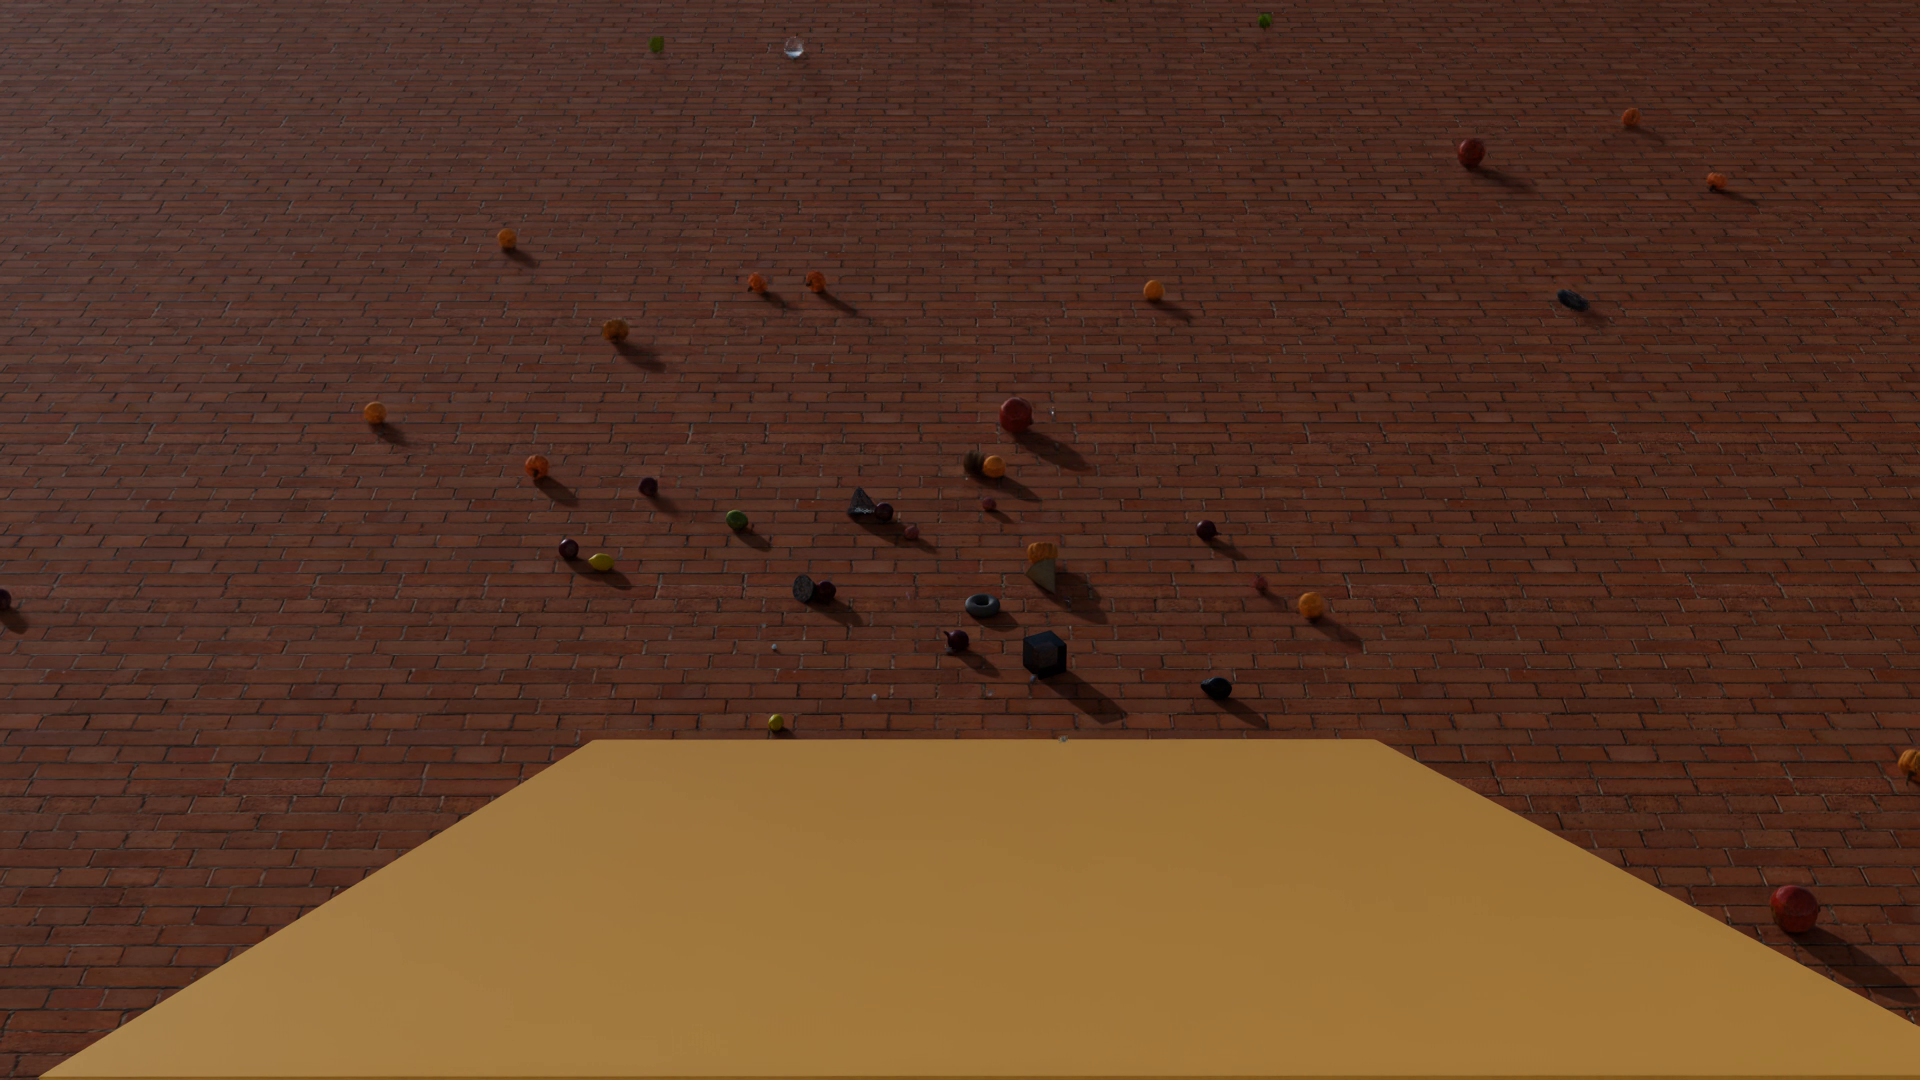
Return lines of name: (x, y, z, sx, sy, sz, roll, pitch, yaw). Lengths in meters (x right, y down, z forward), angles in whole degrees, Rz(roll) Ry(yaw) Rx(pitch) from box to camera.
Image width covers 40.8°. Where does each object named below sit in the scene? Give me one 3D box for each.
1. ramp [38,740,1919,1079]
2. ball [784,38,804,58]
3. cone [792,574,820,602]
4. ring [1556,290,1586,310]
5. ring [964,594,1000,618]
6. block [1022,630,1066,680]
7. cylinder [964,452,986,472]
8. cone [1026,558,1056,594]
ramp: (0.064, 0.577, 4.622, 2.000, 0.100, 4.000, 0, 0, 0)
ball: (-0.755, -2.236, 11.749, 0.085, 0.085, 0.085, 0, 29, 0)
cone: (-0.426, 0.142, 7.445, 0.079, 0.079, 0.079, 25, 11, 38)
ring: (2.189, -0.860, 9.249, 0.115, 0.038, 0.115, 19, 27, -10)
ring: (0.064, 0.187, 7.365, 0.101, 0.034, 0.101, -1, 30, 0)
block: (0.232, 0.315, 7.074, 0.087, 0.087, 0.087, -15, 32, -25)
cylinder: (0.046, -0.246, 8.134, 0.055, 0.055, 0.055, 9, 30, 16)
cone: (0.255, 0.120, 7.476, 0.096, 0.096, 0.096, -13, 58, -23)
